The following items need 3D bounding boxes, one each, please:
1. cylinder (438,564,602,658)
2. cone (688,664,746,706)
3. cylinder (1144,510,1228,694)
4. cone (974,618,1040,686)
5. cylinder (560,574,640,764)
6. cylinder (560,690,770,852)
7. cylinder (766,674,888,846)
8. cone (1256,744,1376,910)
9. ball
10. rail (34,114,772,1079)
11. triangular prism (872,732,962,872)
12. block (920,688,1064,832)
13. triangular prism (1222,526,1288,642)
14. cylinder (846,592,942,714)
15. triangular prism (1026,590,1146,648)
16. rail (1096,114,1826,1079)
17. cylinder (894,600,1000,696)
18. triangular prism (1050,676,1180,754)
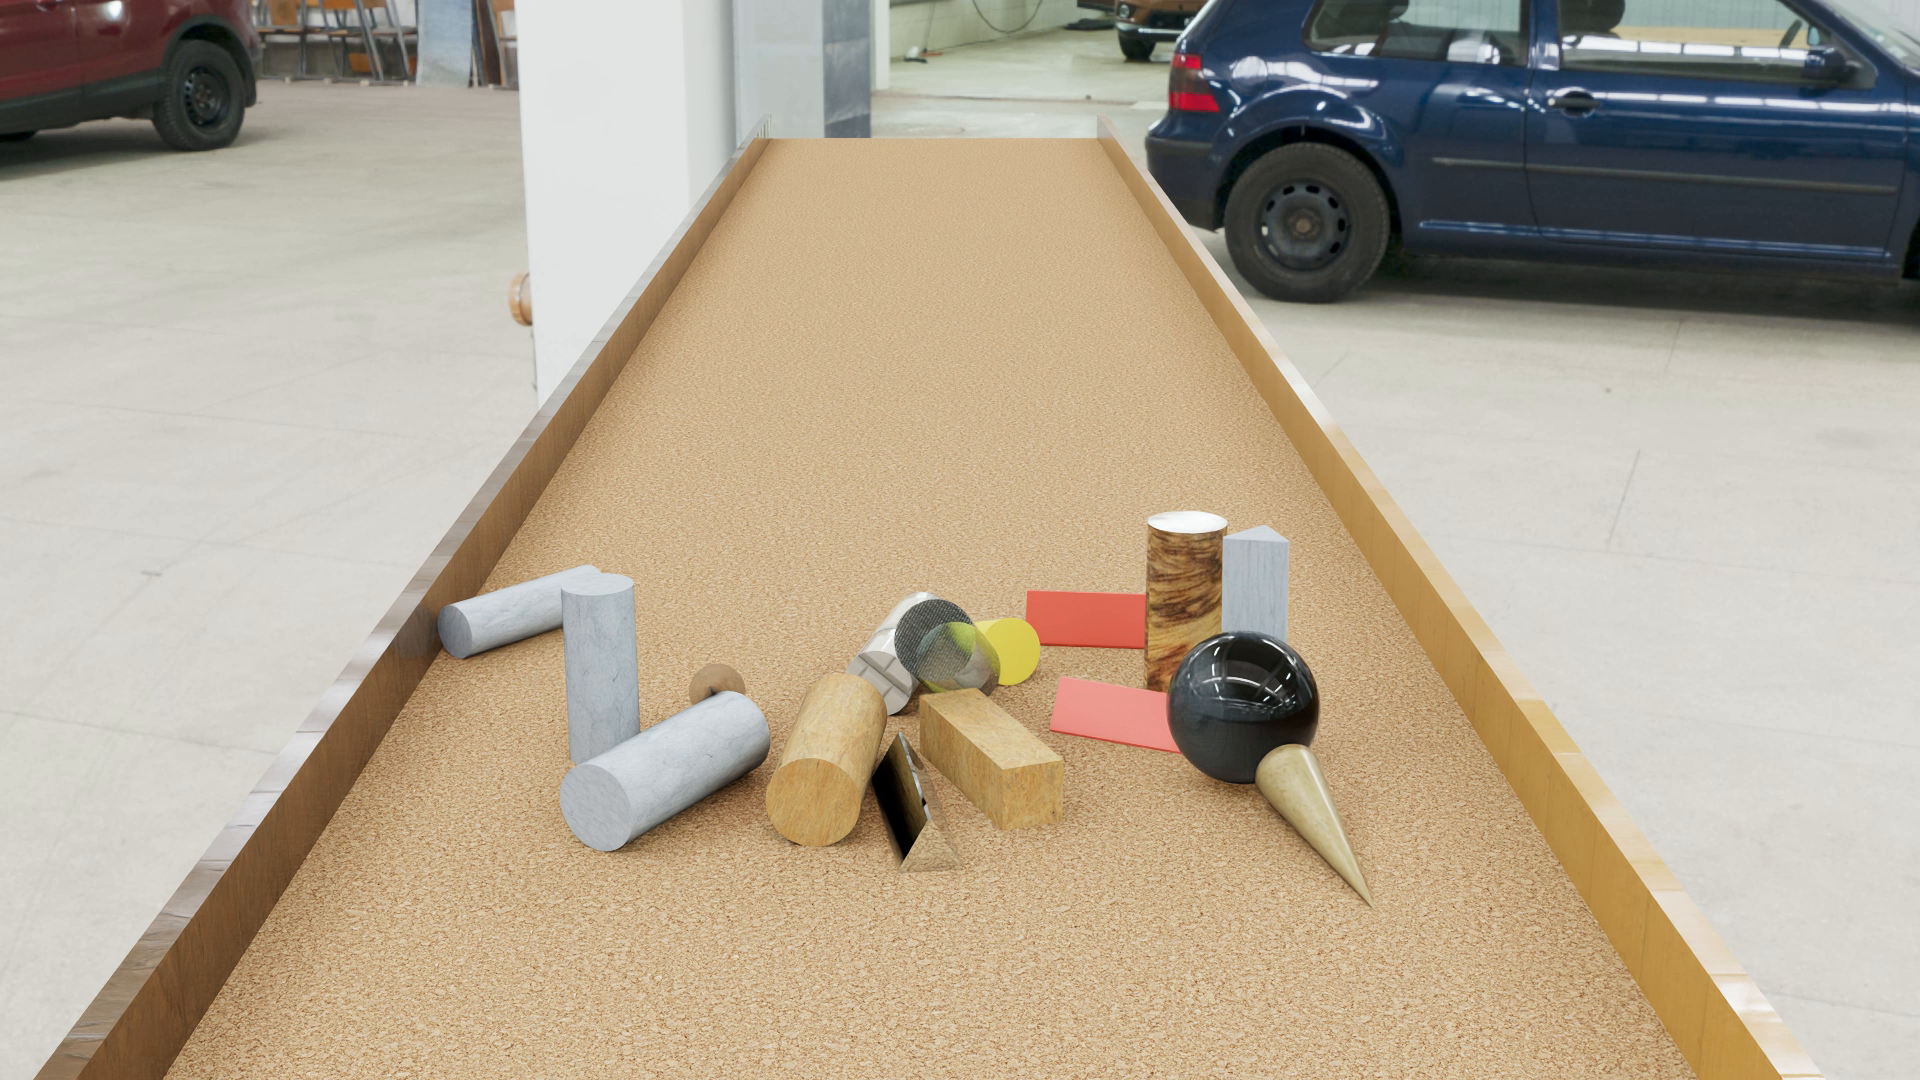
[{"bbox_3d":[-0.898,0.145,4.544,0.111,0.111,0.359,13,21,38],"label":"cylinder"},{"bbox_3d":[-0.441,0.266,3.933,0.106,0.106,0.343,-1,-5,-4],"label":"cone"},{"bbox_3d":[0.426,0.134,4.164,0.150,0.350,0.150,0,17,0],"label":"cylinder"},{"bbox_3d":[0.018,0.201,4.438,0.132,0.132,0.373,-8,8,-24],"label":"cone"},{"bbox_3d":[-0.634,0.231,3.887,0.126,0.321,0.126,0,17,0],"label":"cylinder"},{"bbox_3d":[-0.488,0.382,3.682,0.149,0.149,0.383,9,19,29],"label":"cylinder"},{"bbox_3d":[-0.221,0.366,3.726,0.154,0.154,0.396,1,17,4],"label":"cylinder"},{"bbox_3d":[0.591,0.479,3.518,0.114,0.114,0.421,-3,25,-10],"label":"cone"},{"bbox_3d":[0.488,0.288,3.792,0.266,0.266,0.266,0,17,0],"label":"ball"},{"bbox_3d":[-1.118,-0.838,7.780,0.050,0.150,12.000,0,17,-1],"label":"rail"},{"bbox_3d":[-0.075,0.426,3.633,0.101,0.087,0.377,-3,17,-8],"label":"triangular prism"},{"bbox_3d":[0.049,0.372,3.785,0.109,0.109,0.370,-7,18,-22],"label":"block"},{"bbox_3d":[0.535,0.175,3.947,0.115,0.392,0.099,4,16,16],"label":"triangular prism"},{"bbox_3d":[-0.113,0.217,4.271,0.129,0.129,0.365,4,17,12],"label":"cylinder"},{"bbox_3d":[0.336,0.156,4.521,0.397,0.098,0.113,2,16,6],"label":"triangular prism"},{"bbox_3d":[0.932,-0.844,7.801,0.050,0.150,12.000,0,17,-1],"label":"rail"},{"bbox_3d":[-0.019,0.209,3.992,0.143,0.143,0.382,2,-11,8],"label":"cylinder"},{"bbox_3d":[0.323,0.313,4.009,0.303,0.089,0.103,8,18,25],"label":"triangular prism"}]
